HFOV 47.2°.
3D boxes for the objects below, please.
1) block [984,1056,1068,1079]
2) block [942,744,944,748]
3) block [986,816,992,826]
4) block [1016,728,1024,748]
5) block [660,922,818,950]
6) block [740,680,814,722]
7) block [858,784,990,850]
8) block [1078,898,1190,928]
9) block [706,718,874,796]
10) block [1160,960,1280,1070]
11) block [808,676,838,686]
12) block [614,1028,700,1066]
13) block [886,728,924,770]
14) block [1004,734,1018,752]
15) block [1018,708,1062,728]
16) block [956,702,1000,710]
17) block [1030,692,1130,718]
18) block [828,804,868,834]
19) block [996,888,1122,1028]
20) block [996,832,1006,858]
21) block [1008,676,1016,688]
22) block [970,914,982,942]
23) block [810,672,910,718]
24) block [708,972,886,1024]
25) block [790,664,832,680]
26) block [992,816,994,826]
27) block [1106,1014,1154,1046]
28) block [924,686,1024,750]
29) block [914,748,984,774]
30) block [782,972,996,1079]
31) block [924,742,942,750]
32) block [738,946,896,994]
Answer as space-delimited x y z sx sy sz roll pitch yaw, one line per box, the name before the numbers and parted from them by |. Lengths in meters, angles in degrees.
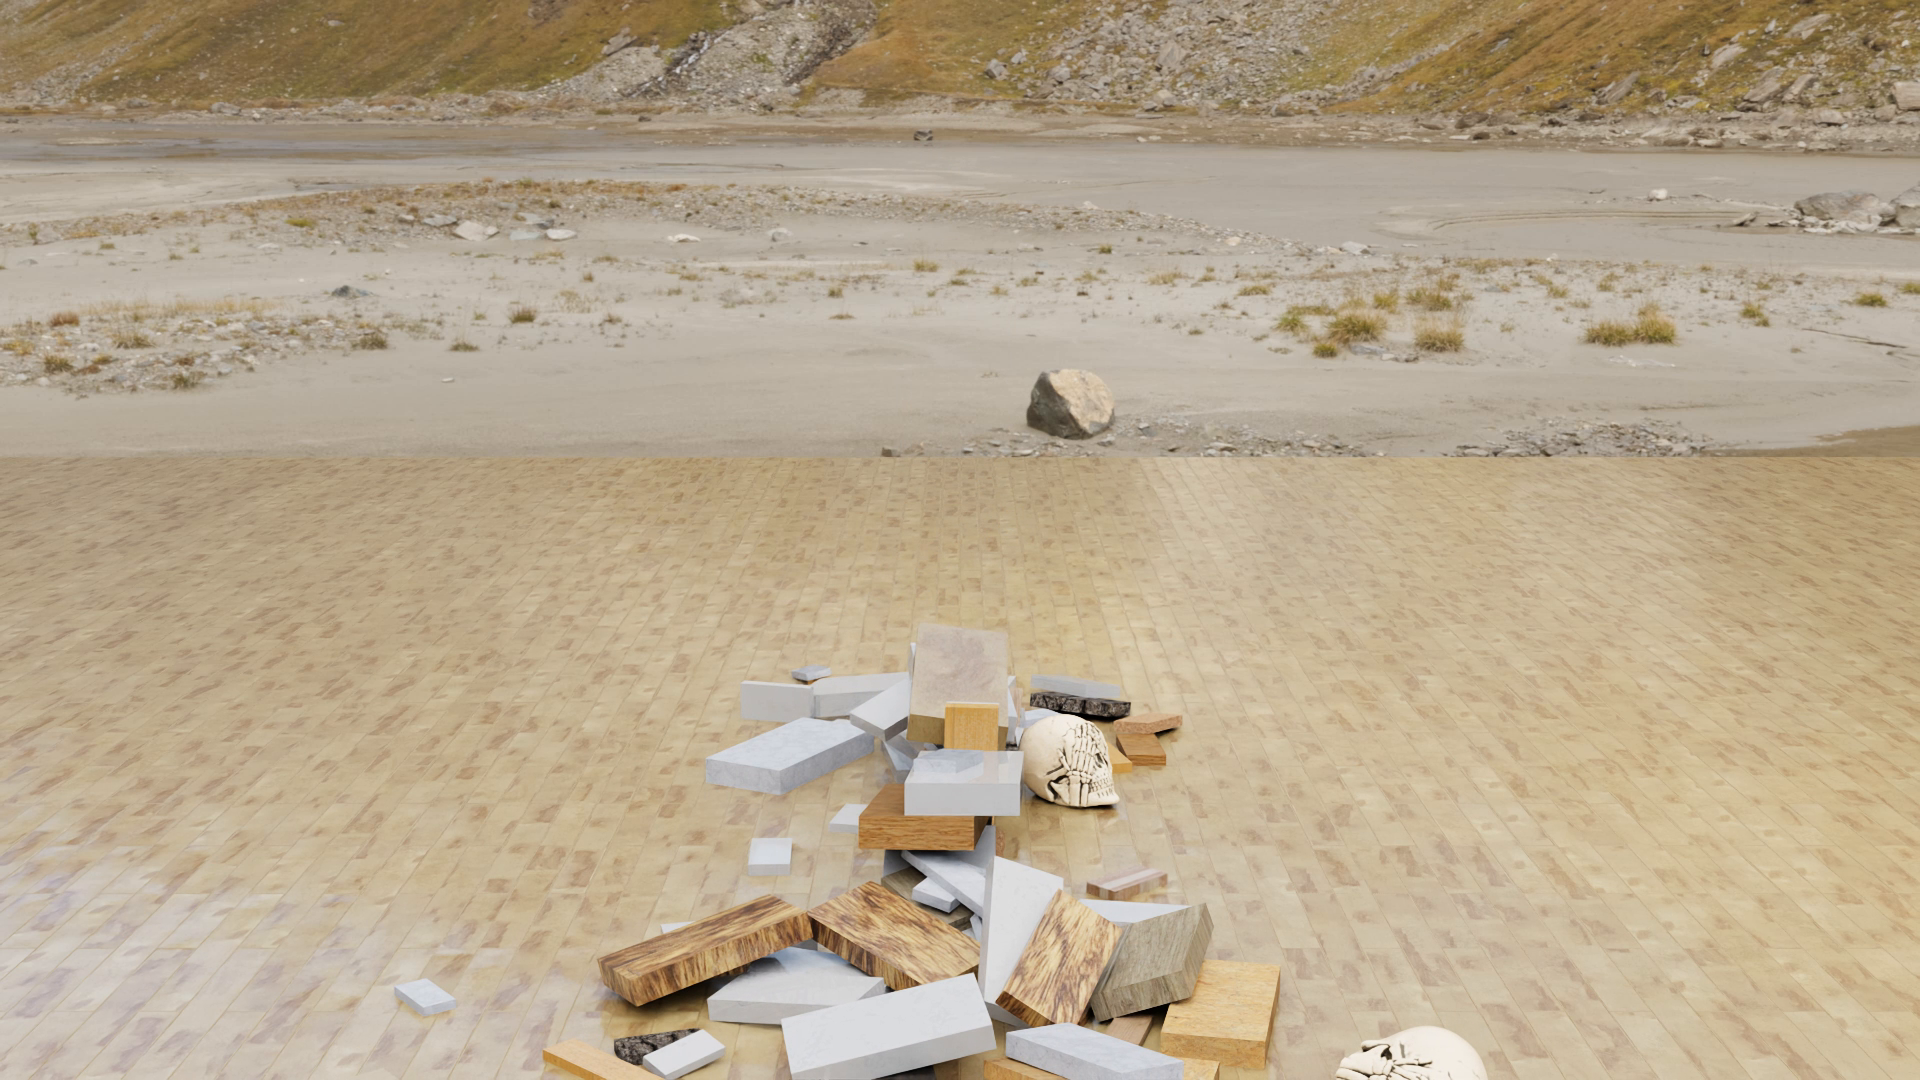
block | 0.114 0.708 2.889 0.083 0.023 0.166 1 1 -37
block | 0.012 0.372 3.975 0.084 0.024 0.167 6 -2 1
block | 0.007 0.477 3.800 0.098 0.028 0.196 2 1 1
block | 0.074 0.396 4.168 0.068 0.019 0.137 11 30 8
block | -0.344 0.621 3.414 0.227 0.032 0.113 -3 11 -15
block | -0.394 0.350 4.743 0.159 0.080 0.023 3 11 16
block | -0.052 0.444 3.542 0.177 0.050 0.355 0 2 5
block | 0.277 0.606 3.509 0.184 0.026 0.092 2 11 10
block | -0.336 0.429 4.399 0.174 0.049 0.348 6 12 28
block | 0.374 0.670 3.129 0.142 0.040 0.283 2 11 12
block | -0.283 0.328 5.035 0.118 0.017 0.059 5 11 24
block | -0.412 0.700 3.033 0.120 0.017 0.060 -4 11 -19
block | -0.048 0.397 4.427 0.174 0.049 0.347 -3 11 -16
block | 0.076 0.381 4.157 0.059 0.017 0.118 2 30 -8
block | 0.152 0.384 4.730 0.119 0.017 0.059 -7 13 -33
block | 0.020 0.372 3.807 0.091 0.182 0.026 2 12 1
block | 0.262 0.358 4.794 0.196 0.028 0.098 5 1 27
block | -0.196 0.512 4.042 0.060 0.017 0.121 2 11 12
block | 0.143 0.605 3.127 0.112 0.032 0.223 32 39 3
block | 0.020 0.541 3.656 0.092 0.026 0.184 2 23 7
block | 0.107 0.340 4.872 0.015 0.053 0.106 2 11 12
block | 0.079 0.606 3.306 0.130 0.018 0.065 26 23 -27
block | -0.173 0.333 4.778 0.347 0.049 0.174 -6 8 20
block | -0.234 0.658 3.150 0.227 0.032 0.113 -2 9 23
block | -0.344 0.306 5.077 0.059 0.017 0.118 -14 6 -21
block | 0.012 0.500 3.909 0.098 0.028 0.196 2 23 2
block | 0.236 0.691 3.084 0.052 0.015 0.103 3 11 16
block | 0.022 0.390 4.236 0.174 0.049 0.347 8 30 2
block | -0.018 0.357 3.560 0.071 0.020 0.142 0 2 18
block | -0.098 0.663 2.954 0.271 0.038 0.135 -12 21 -6
block | -0.008 0.393 4.084 0.084 0.024 0.167 4 8 -14
block | -0.200 0.650 3.260 0.227 0.032 0.113 4 11 23
